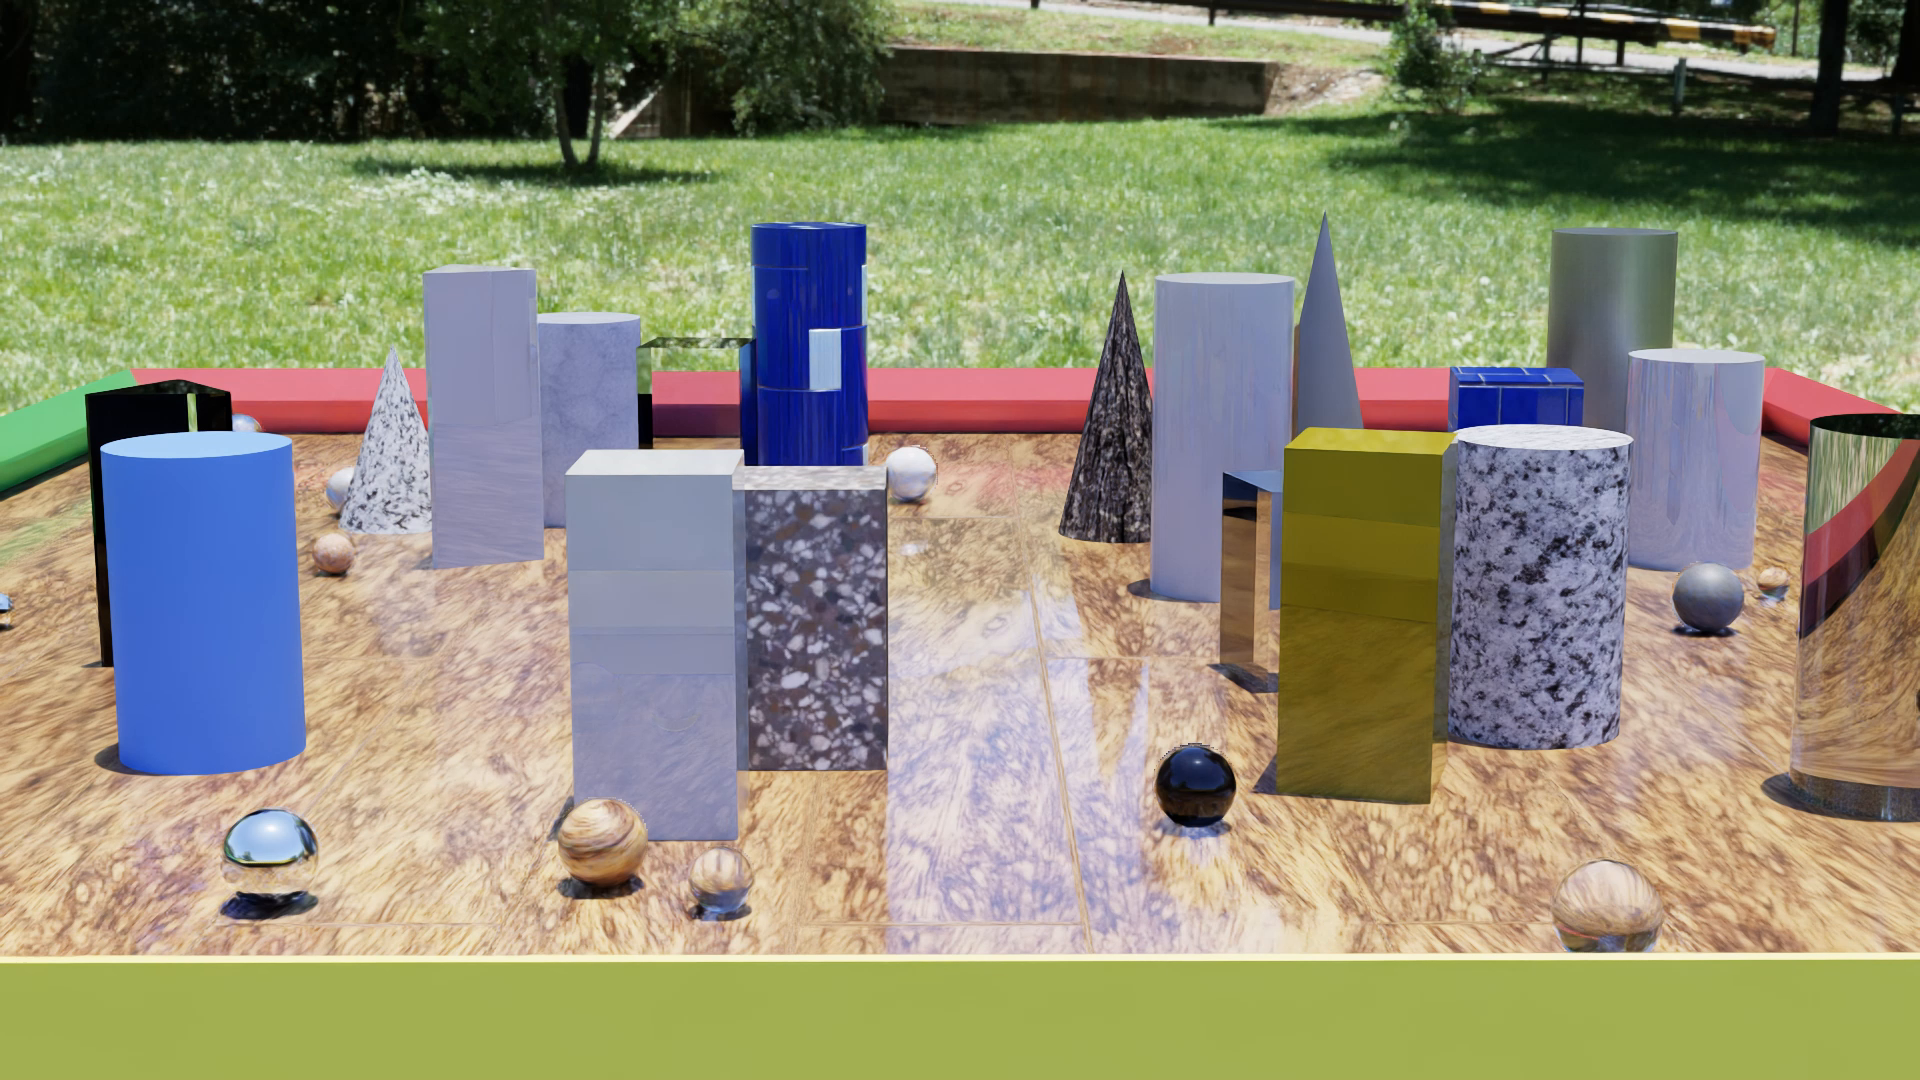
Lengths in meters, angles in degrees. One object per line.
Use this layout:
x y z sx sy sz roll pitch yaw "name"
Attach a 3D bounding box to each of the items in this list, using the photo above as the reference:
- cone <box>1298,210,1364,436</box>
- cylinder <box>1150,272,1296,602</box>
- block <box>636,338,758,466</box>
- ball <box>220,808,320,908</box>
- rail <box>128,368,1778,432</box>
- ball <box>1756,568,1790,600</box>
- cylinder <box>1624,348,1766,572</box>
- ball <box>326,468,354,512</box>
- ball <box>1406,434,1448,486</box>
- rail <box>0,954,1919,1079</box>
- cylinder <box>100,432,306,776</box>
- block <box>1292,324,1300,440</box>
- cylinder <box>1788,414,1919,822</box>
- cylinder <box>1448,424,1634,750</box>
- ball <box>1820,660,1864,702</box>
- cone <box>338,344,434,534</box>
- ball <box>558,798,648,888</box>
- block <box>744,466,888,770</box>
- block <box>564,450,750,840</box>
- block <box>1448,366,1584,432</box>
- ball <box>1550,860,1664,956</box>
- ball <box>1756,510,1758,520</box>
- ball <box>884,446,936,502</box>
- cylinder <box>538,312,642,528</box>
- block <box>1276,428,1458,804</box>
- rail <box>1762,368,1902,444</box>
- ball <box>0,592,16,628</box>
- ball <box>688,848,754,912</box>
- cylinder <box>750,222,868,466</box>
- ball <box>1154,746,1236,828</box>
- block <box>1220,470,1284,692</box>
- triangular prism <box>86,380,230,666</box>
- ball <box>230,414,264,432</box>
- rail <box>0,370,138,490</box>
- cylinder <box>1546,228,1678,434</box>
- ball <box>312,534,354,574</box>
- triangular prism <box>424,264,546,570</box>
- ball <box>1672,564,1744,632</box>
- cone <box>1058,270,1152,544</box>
0.634 -0.341 4.499 0.193 0.478 0.193 0 11 0 "cone"
0.364 -0.146 3.567 0.193 0.436 0.193 0 11 0 "cylinder"
-0.399 -0.149 3.932 0.155 0.308 0.155 1 11 5 "block"
-0.603 0.278 2.243 0.086 0.086 0.086 0 11 0 "ball"
-0.010 -0.277 5.115 3.298 0.126 0.045 0 11 0 "rail"
1.120 0.060 3.530 0.044 0.044 0.044 0 11 0 "ball"
1.079 -0.121 3.788 0.193 0.304 0.193 0 11 0 "cylinder"
-0.994 -0.080 4.186 0.076 0.076 0.076 0 11 0 "ball"
0.824 -0.140 4.485 0.088 0.088 0.088 0 11 0 "ball"
0.010 0.342 1.783 3.298 0.126 0.045 0 11 0 "rail"
-0.801 0.063 2.724 0.193 0.332 0.193 0 11 0 "cylinder"
0.472 -0.205 4.261 0.155 0.298 0.155 3 11 16 "block"
0.938 0.072 2.558 0.193 0.375 0.193 0 11 0 "cylinder"
0.634 0.048 2.824 0.193 0.326 0.193 0 11 0 "cylinder"
1.019 0.163 2.965 0.048 0.048 0.048 0 11 0 "ball"
-0.899 -0.170 4.088 0.193 0.292 0.193 0 11 0 "cone"
-0.320 0.271 2.295 0.079 0.079 0.079 0 11 0 "ball"
-0.155 0.080 2.728 0.155 0.297 0.155 0 11 -1 "block"
-0.289 0.098 2.480 0.155 0.352 0.155 0 11 -1 "block"
0.716 -0.051 3.340 0.155 0.331 0.155 1 11 6 "block"
0.527 0.305 2.087 0.089 0.089 0.089 0 11 0 "ball"
1.175 -0.038 3.898 0.071 0.071 0.071 0 11 0 "ball"
-0.085 -0.112 4.321 0.092 0.092 0.092 0 11 0 "ball"
-0.609 -0.196 4.137 0.193 0.326 0.193 0 11 0 "cylinder"
0.416 0.073 2.618 0.155 0.352 0.155 3 11 16 "block"
1.625 0.031 3.458 0.045 0.126 3.436 0 11 0 "rail"
-1.255 0.092 3.342 0.048 0.048 0.048 0 11 0 "ball"
-0.207 0.295 2.228 0.057 0.057 0.057 0 11 0 "ball"
-0.251 -0.294 4.288 0.193 0.462 0.193 0 11 0 "cylinder"
0.227 0.238 2.475 0.079 0.079 0.079 0 11 0 "ball"
0.414 0.045 3.078 0.155 0.239 0.155 -3 11 -15 "block"
-0.975 -0.025 3.188 0.167 0.335 0.145 -1 11 -7 "triangular prism"
-1.336 -0.190 4.757 0.088 0.088 0.088 0 11 0 "ball"
-1.625 0.034 3.440 0.045 0.126 3.436 0 11 0 "rail"
1.031 -0.257 4.081 0.193 0.466 0.193 0 11 0 "cylinder"
-0.904 0.020 3.703 0.059 0.059 0.059 0 11 0 "ball"
-0.725 -0.188 3.805 0.167 0.431 0.145 -5 12 -27 "triangular prism"
0.971 0.074 3.329 0.089 0.089 0.089 0 11 0 "ball"
0.251 -0.216 4.002 0.193 0.414 0.193 0 11 0 "cone"
